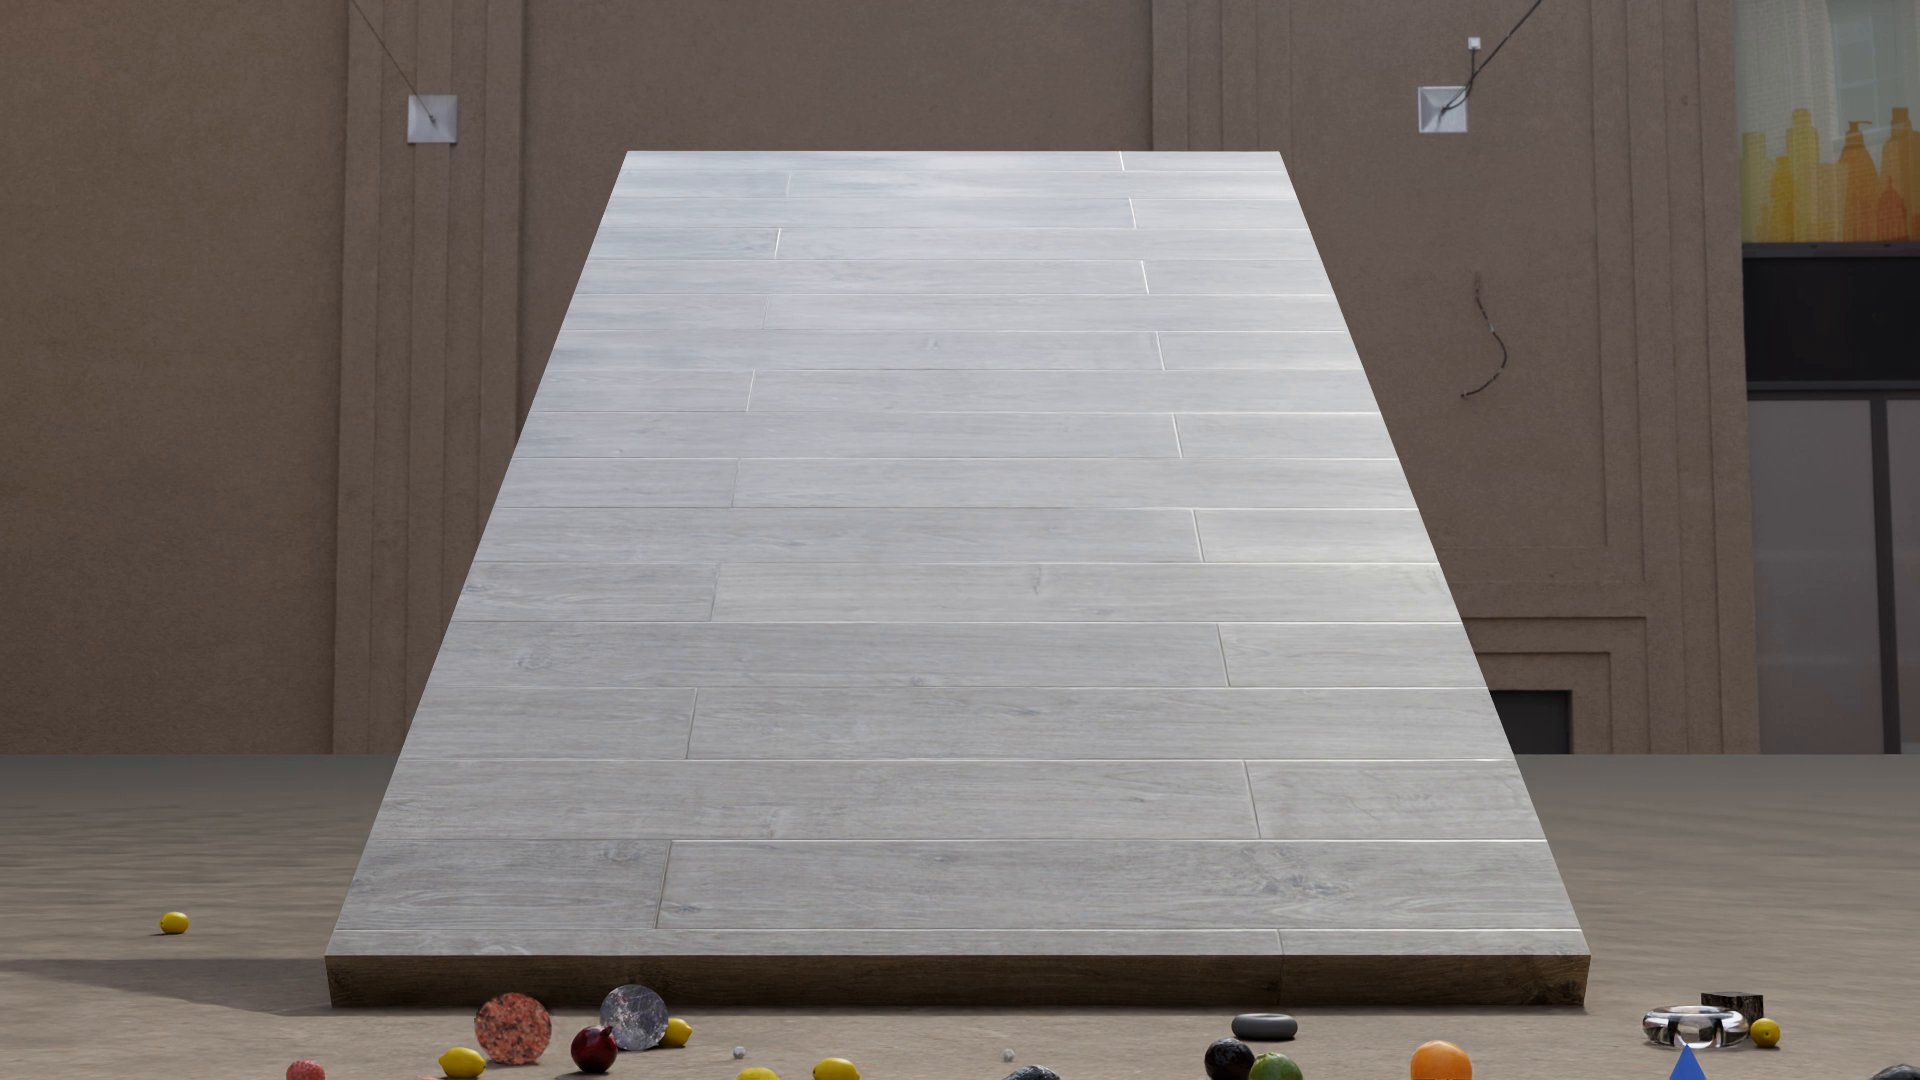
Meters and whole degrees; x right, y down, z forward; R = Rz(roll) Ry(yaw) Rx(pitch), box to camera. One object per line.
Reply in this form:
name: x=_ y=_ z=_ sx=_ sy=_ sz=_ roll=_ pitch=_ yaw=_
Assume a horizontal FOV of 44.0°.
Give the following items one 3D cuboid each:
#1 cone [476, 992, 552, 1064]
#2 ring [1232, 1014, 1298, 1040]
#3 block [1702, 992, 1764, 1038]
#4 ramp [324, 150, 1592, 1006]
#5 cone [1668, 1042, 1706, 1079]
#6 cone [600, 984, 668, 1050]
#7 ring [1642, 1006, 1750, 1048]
cone: x=-0.599 y=0.664 z=3.148 sx=0.099 sy=0.099 sz=0.099 roll=2 pitch=-32 yaw=-21
ring: x=0.433 y=0.692 z=3.382 sx=0.094 sy=0.031 sz=0.094 roll=0 pitch=-6 yaw=0
block: x=1.103 y=0.679 z=3.397 sx=0.060 sy=0.060 sz=0.060 roll=2 pitch=-5 yaw=-24
ramp: x=-0.011 y=-0.225 z=5.552 sx=2.000 sy=0.100 sz=4.000 roll=0 pitch=28 yaw=0
cone: x=0.826 y=0.609 z=2.697 sx=0.077 sy=0.077 sz=0.077 roll=0 pitch=-5 yaw=0
cone: x=-0.461 y=0.678 z=3.296 sx=0.095 sy=0.095 sz=0.095 roll=2 pitch=-32 yaw=-20
ring: x=1.024 y=0.678 z=3.314 sx=0.143 sy=0.048 sz=0.143 roll=-1 pitch=-5 yaw=0
